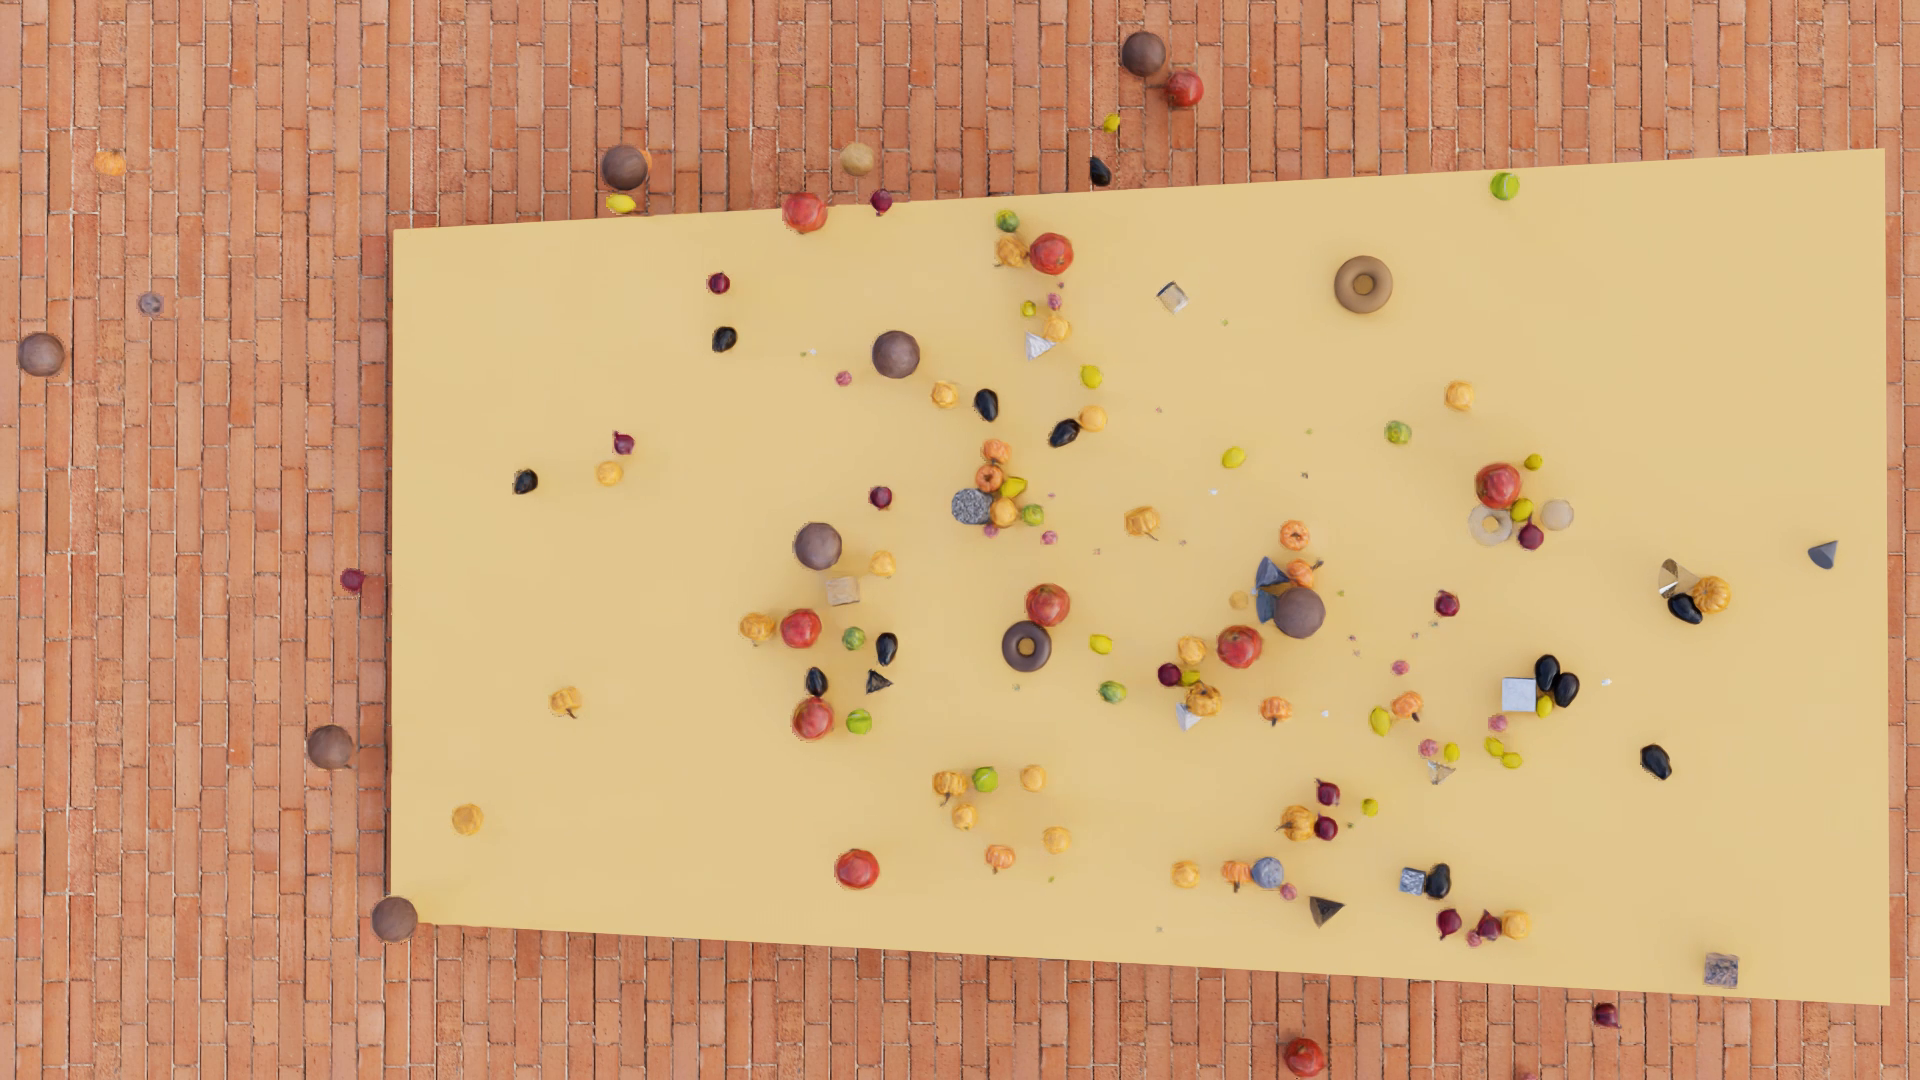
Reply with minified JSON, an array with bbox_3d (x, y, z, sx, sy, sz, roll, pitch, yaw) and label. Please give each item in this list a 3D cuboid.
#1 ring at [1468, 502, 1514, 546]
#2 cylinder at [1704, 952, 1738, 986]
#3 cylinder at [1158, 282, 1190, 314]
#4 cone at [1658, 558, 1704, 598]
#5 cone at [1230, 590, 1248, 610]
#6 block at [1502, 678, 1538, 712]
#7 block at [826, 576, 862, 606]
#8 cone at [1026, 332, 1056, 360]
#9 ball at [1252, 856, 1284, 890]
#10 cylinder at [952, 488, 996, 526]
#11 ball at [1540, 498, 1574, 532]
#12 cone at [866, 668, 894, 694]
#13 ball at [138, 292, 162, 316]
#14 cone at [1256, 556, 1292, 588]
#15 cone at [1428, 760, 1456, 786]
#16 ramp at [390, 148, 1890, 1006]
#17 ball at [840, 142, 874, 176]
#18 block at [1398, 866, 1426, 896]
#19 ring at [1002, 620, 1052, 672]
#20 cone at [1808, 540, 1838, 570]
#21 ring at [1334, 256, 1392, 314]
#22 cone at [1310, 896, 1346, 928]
[{"bbox_3d":[1.300,-0.039,5.392,0.111,0.037,0.111,0,90,19],"label":"ring"},{"bbox_3d":[1.799,1.015,5.197,0.073,0.073,0.073,4,89,18],"label":"cylinder"},{"bbox_3d":[0.546,-0.620,5.632,0.060,0.060,0.060,-38,78,0],"label":"cylinder"},{"bbox_3d":[1.734,0.097,5.246,0.097,0.097,0.097,6,89,-9],"label":"cone"},{"bbox_3d":[0.702,0.153,5.575,0.050,0.050,0.050,0,89,18],"label":"cone"},{"bbox_3d":[1.360,0.375,5.345,0.077,0.077,0.077,1,90,18],"label":"block"},{"bbox_3d":[-0.312,0.138,5.895,0.068,0.068,0.068,-12,86,17],"label":"block"},{"bbox_3d":[0.217,-0.510,5.750,0.078,0.078,0.078,-7,89,-9],"label":"cone"},{"bbox_3d":[0.775,0.837,5.525,0.081,0.081,0.081,0,89,0],"label":"ball"},{"bbox_3d":[0.036,-0.087,5.771,0.094,0.094,0.094,0,89,18],"label":"cylinder"},{"bbox_3d":[1.444,-0.061,5.322,0.081,0.081,0.081,0,89,0],"label":"ball"},{"bbox_3d":[-0.210,0.381,5.877,0.071,0.071,0.071,7,89,-9],"label":"cone"},{"bbox_3d":[-2.369,-0.690,6.434,0.066,0.066,0.066,0,89,0],"label":"ball"},{"bbox_3d":[0.800,0.093,5.551,0.083,0.083,0.083,17,89,-9],"label":"cone"},{"bbox_3d":[1.196,0.571,5.422,0.062,0.062,0.062,-5,89,-9],"label":"cone"},{"bbox_3d":[0.276,0.093,5.793,4.000,0.100,2.000,0,89,18],"label":"ramp"},{"bbox_3d":[-0.287,-1.071,6.185,0.096,0.096,0.096,0,89,0],"label":"ball"},{"bbox_3d":[1.118,0.842,5.429,0.054,0.054,0.054,12,93,18],"label":"block"},{"bbox_3d":[0.174,0.279,5.747,0.137,0.046,0.137,0,89,19],"label":"ring"},{"bbox_3d":[2.038,0.022,5.156,0.067,0.067,0.067,-42,89,-14],"label":"cone"},{"bbox_3d":[1.007,-0.637,5.489,0.146,0.049,0.146,-1,88,18],"label":"ring"},{"bbox_3d":[0.927,0.921,5.499,0.081,0.081,0.081,-12,89,-9],"label":"cone"}]
